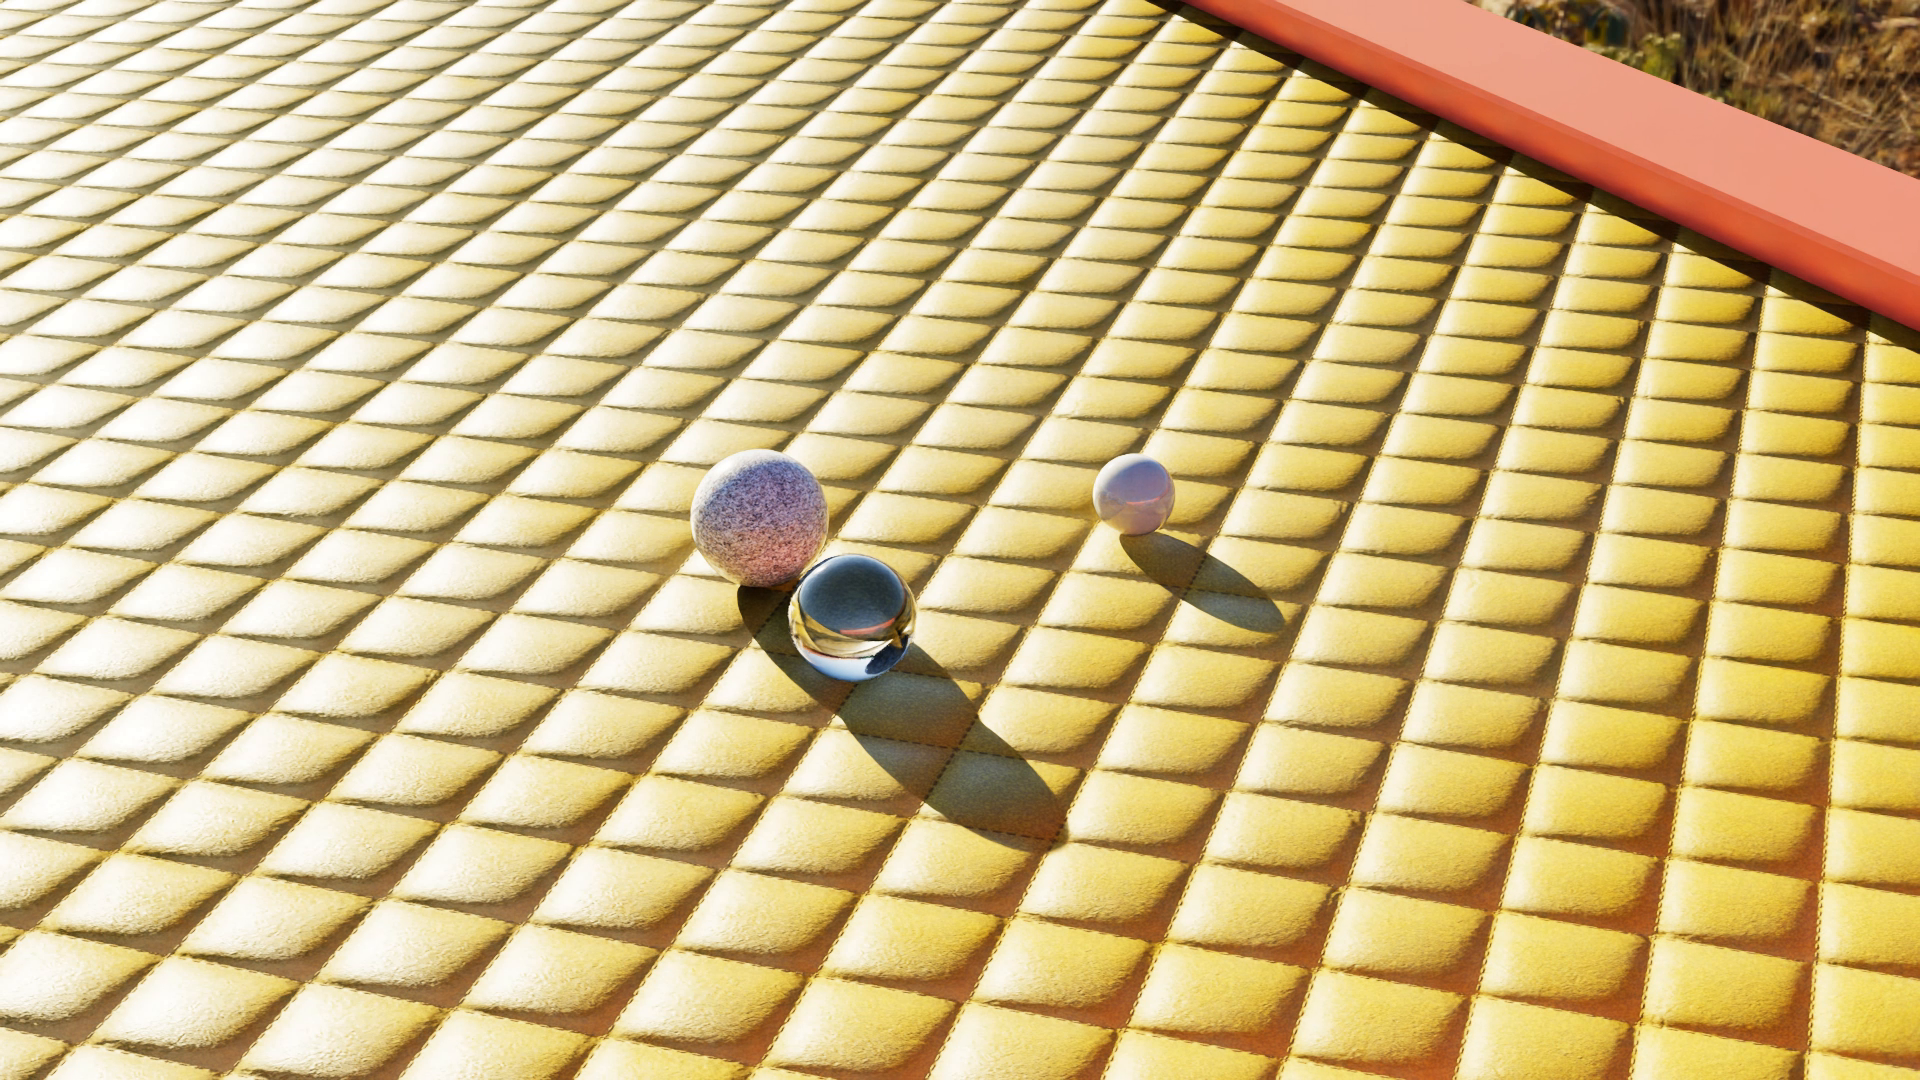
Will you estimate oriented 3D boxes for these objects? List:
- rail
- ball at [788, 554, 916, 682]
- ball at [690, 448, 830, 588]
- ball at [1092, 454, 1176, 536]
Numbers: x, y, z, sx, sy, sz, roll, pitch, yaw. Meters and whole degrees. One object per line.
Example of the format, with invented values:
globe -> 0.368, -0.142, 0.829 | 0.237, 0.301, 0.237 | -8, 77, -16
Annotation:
rail -> 0.417, -0.544, 3.123 | 0.045, 0.126, 3.488 | -13, 28, -25
ball -> -0.071, 0.051, 1.933 | 0.085, 0.085, 0.085 | 0, 26, 0
ball -> -0.140, -0.015, 2.057 | 0.097, 0.097, 0.097 | 0, 26, 0
ball -> 0.126, -0.033, 2.136 | 0.060, 0.060, 0.060 | 0, 26, 0
